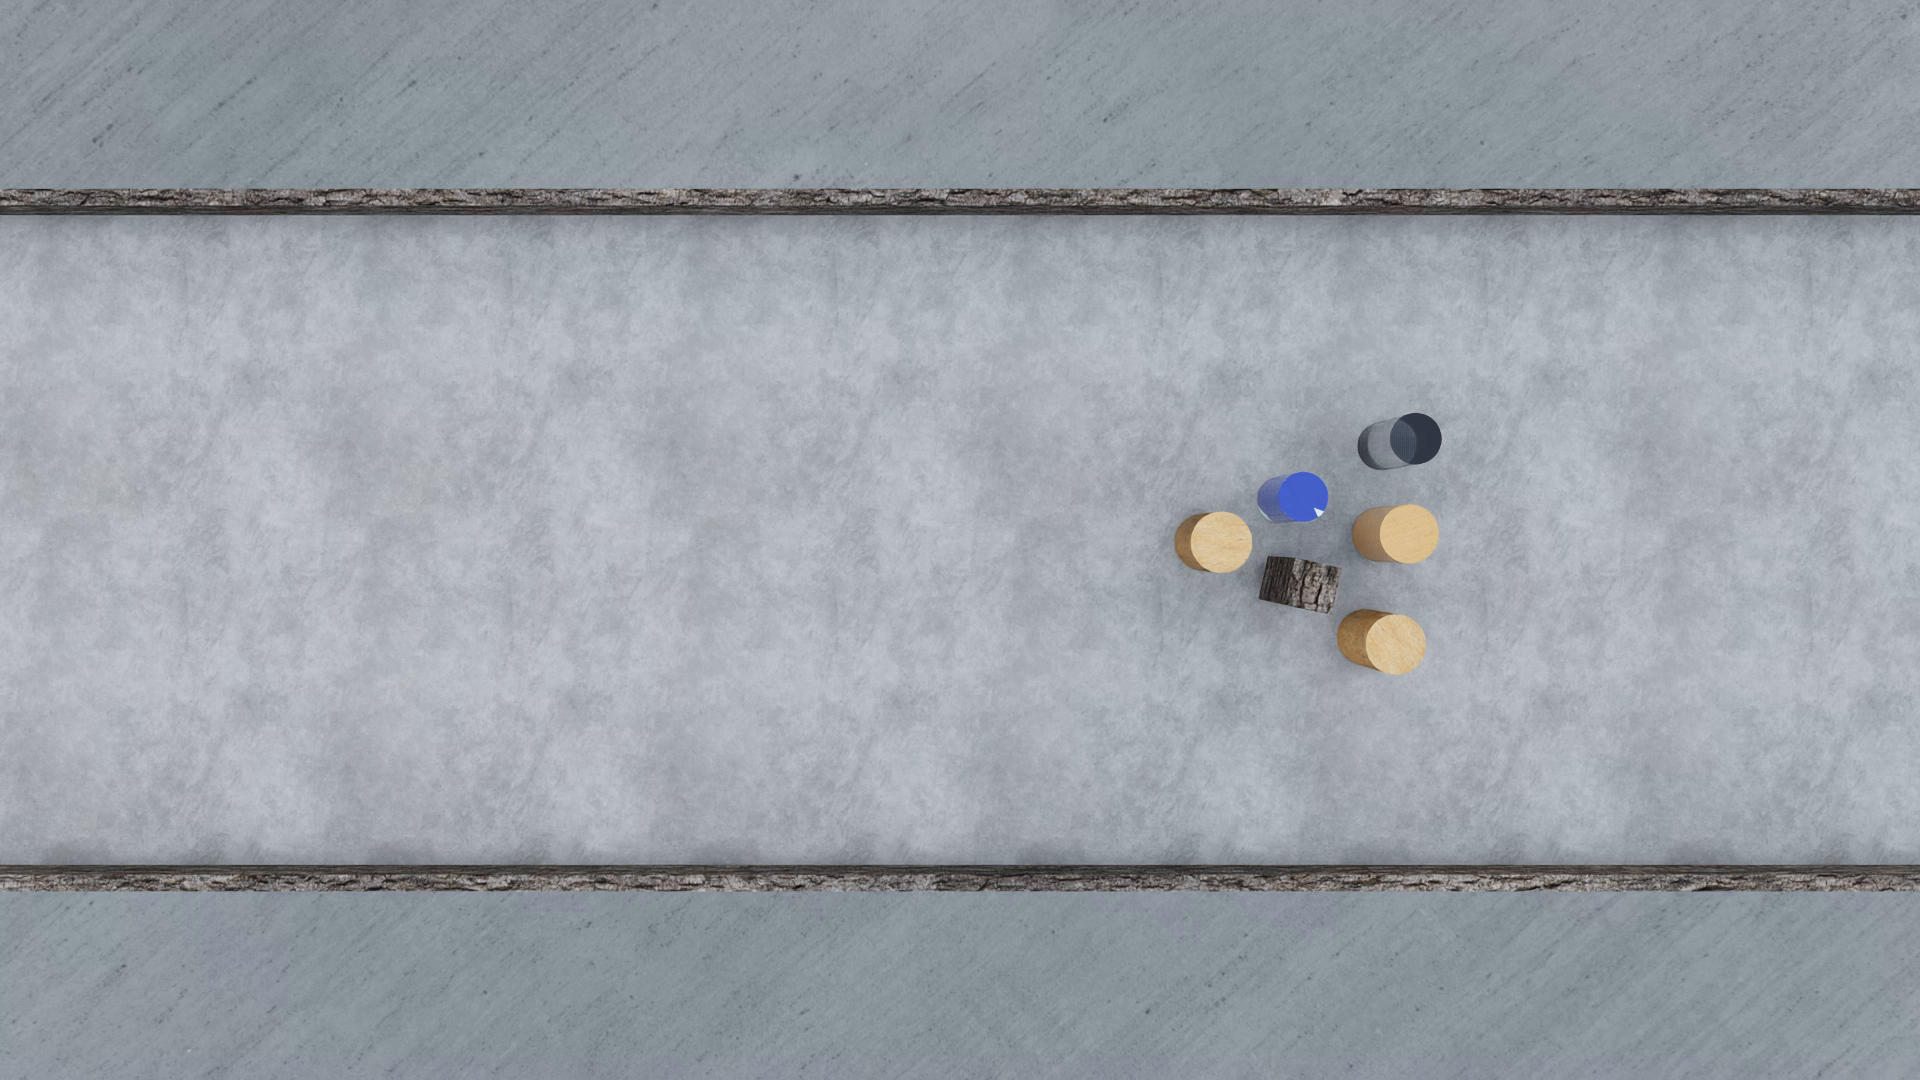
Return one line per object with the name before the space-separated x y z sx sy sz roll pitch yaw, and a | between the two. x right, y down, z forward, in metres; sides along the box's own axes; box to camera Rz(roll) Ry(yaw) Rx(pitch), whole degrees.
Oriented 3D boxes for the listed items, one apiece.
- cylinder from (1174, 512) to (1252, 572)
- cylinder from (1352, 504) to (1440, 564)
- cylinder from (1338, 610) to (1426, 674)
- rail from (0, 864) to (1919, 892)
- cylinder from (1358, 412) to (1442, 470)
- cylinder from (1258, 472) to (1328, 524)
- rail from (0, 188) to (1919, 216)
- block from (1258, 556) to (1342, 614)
cylinder | 0.748 0.006 4.898 0.176 0.358 0.176 0 90 0
cylinder | 1.292 -0.018 4.908 0.170 0.336 0.170 0 90 0
cylinder | 1.247 0.299 4.896 0.173 0.361 0.173 0 90 0
rail | -2.247 1.025 5.001 12.000 0.150 0.050 0 90 0
cylinder | 1.297 -0.288 4.884 0.148 0.385 0.148 0 90 0
cylinder | 0.986 -0.124 4.907 0.144 0.340 0.144 0 90 0
rail | -2.247 -1.025 5.002 12.000 0.150 0.050 0 90 0
block | 0.999 0.130 4.869 0.135 0.414 0.135 13 90 0
